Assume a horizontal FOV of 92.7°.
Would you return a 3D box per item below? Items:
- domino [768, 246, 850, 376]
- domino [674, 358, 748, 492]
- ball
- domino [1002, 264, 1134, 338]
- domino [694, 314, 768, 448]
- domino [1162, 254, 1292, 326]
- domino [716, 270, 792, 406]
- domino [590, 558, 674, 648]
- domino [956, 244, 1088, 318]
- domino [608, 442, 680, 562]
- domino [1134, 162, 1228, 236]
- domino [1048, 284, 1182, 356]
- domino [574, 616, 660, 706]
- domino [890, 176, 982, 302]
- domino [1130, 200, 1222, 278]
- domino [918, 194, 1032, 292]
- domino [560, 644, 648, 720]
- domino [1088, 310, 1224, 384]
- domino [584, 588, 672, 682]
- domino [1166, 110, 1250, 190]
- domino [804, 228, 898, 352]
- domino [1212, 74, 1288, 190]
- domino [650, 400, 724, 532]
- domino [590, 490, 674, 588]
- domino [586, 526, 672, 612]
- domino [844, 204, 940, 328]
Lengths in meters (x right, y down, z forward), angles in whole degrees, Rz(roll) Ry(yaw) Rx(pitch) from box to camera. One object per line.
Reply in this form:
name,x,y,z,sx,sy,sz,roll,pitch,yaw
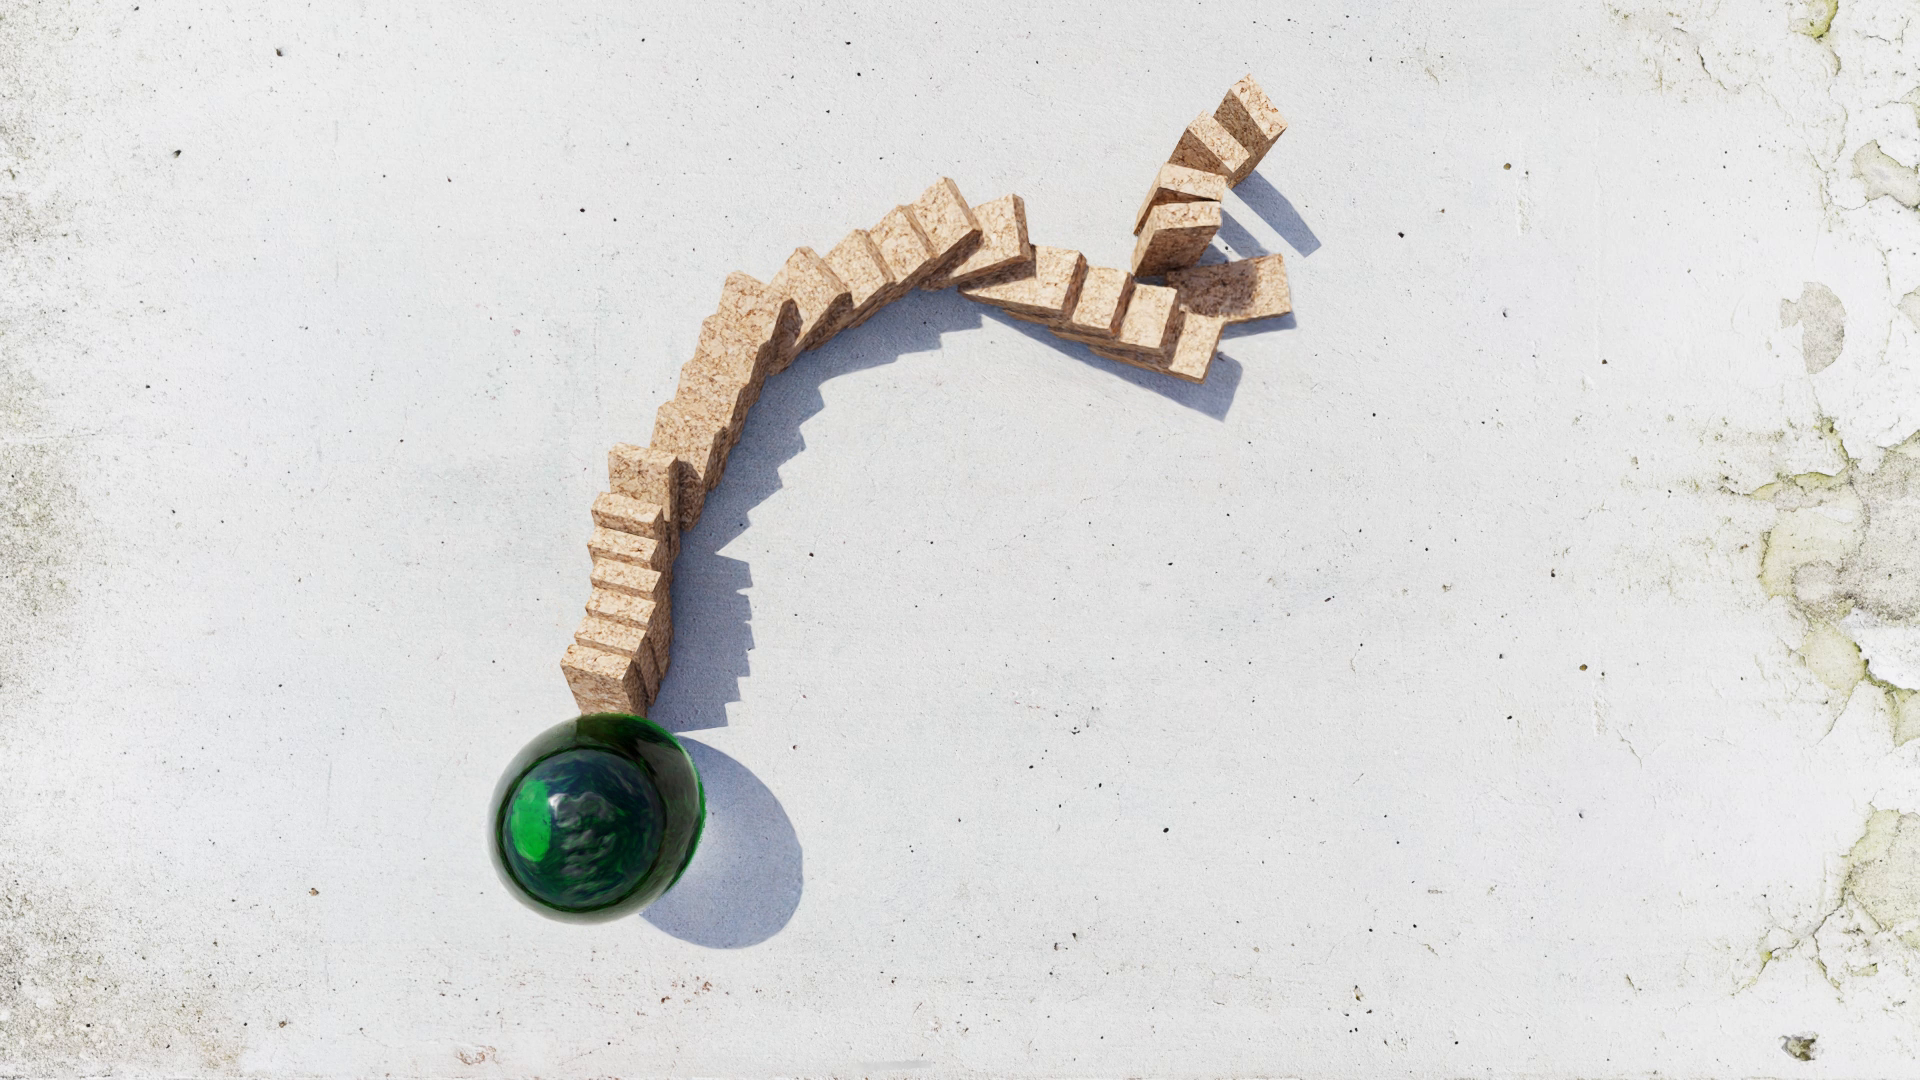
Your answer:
domino,-0.071,-0.095,0.383,0.025,0.010,0.050,49,121,0
domino,-0.108,-0.048,0.383,0.025,0.009,0.050,25,120,1
ball,-0.142,0.108,0.360,0.080,0.080,0.080,0,90,0
domino,0.045,-0.102,0.384,0.050,0.010,0.025,18,89,29
domino,-0.100,-0.066,0.383,0.025,0.009,0.050,25,120,1
domino,0.115,-0.106,0.395,0.050,0.009,0.025,-9,90,0
domino,-0.091,-0.084,0.383,0.025,0.009,0.050,28,120,2
domino,-0.134,0.028,0.377,0.025,0.050,0.010,14,53,0
domino,0.026,-0.110,0.384,0.050,0.010,0.025,18,90,28
domino,-0.131,-0.015,0.381,0.025,0.010,0.050,12,126,2
domino,0.089,-0.136,0.375,0.025,0.050,0.010,13,88,0
domino,0.064,-0.094,0.383,0.050,0.010,0.025,17,88,29
domino,-0.140,0.051,0.377,0.025,0.050,0.009,14,54,0
domino,-0.017,-0.125,0.382,0.050,0.009,0.025,-31,86,31
domino,0.087,-0.122,0.375,0.025,0.050,0.010,-4,85,0
domino,0.004,-0.123,0.382,0.050,0.009,0.025,-8,89,33
domino,-0.145,0.062,0.377,0.025,0.050,0.010,14,54,0
domino,0.083,-0.085,0.387,0.050,0.010,0.025,20,90,20
domino,-0.136,0.040,0.377,0.025,0.050,0.010,14,54,0
domino,0.099,-0.153,0.375,0.025,0.050,0.009,45,90,0
domino,-0.052,-0.104,0.383,0.050,0.010,0.025,-32,90,31
domino,0.114,-0.166,0.375,0.009,0.050,0.025,-37,90,0
domino,-0.118,-0.030,0.384,0.025,0.010,0.050,25,120,0
domino,-0.134,0.003,0.378,0.025,0.050,0.009,14,51,0
domino,-0.135,0.016,0.377,0.025,0.050,0.009,14,53,0
domino,-0.035,-0.113,0.383,0.050,0.010,0.025,-32,88,31
